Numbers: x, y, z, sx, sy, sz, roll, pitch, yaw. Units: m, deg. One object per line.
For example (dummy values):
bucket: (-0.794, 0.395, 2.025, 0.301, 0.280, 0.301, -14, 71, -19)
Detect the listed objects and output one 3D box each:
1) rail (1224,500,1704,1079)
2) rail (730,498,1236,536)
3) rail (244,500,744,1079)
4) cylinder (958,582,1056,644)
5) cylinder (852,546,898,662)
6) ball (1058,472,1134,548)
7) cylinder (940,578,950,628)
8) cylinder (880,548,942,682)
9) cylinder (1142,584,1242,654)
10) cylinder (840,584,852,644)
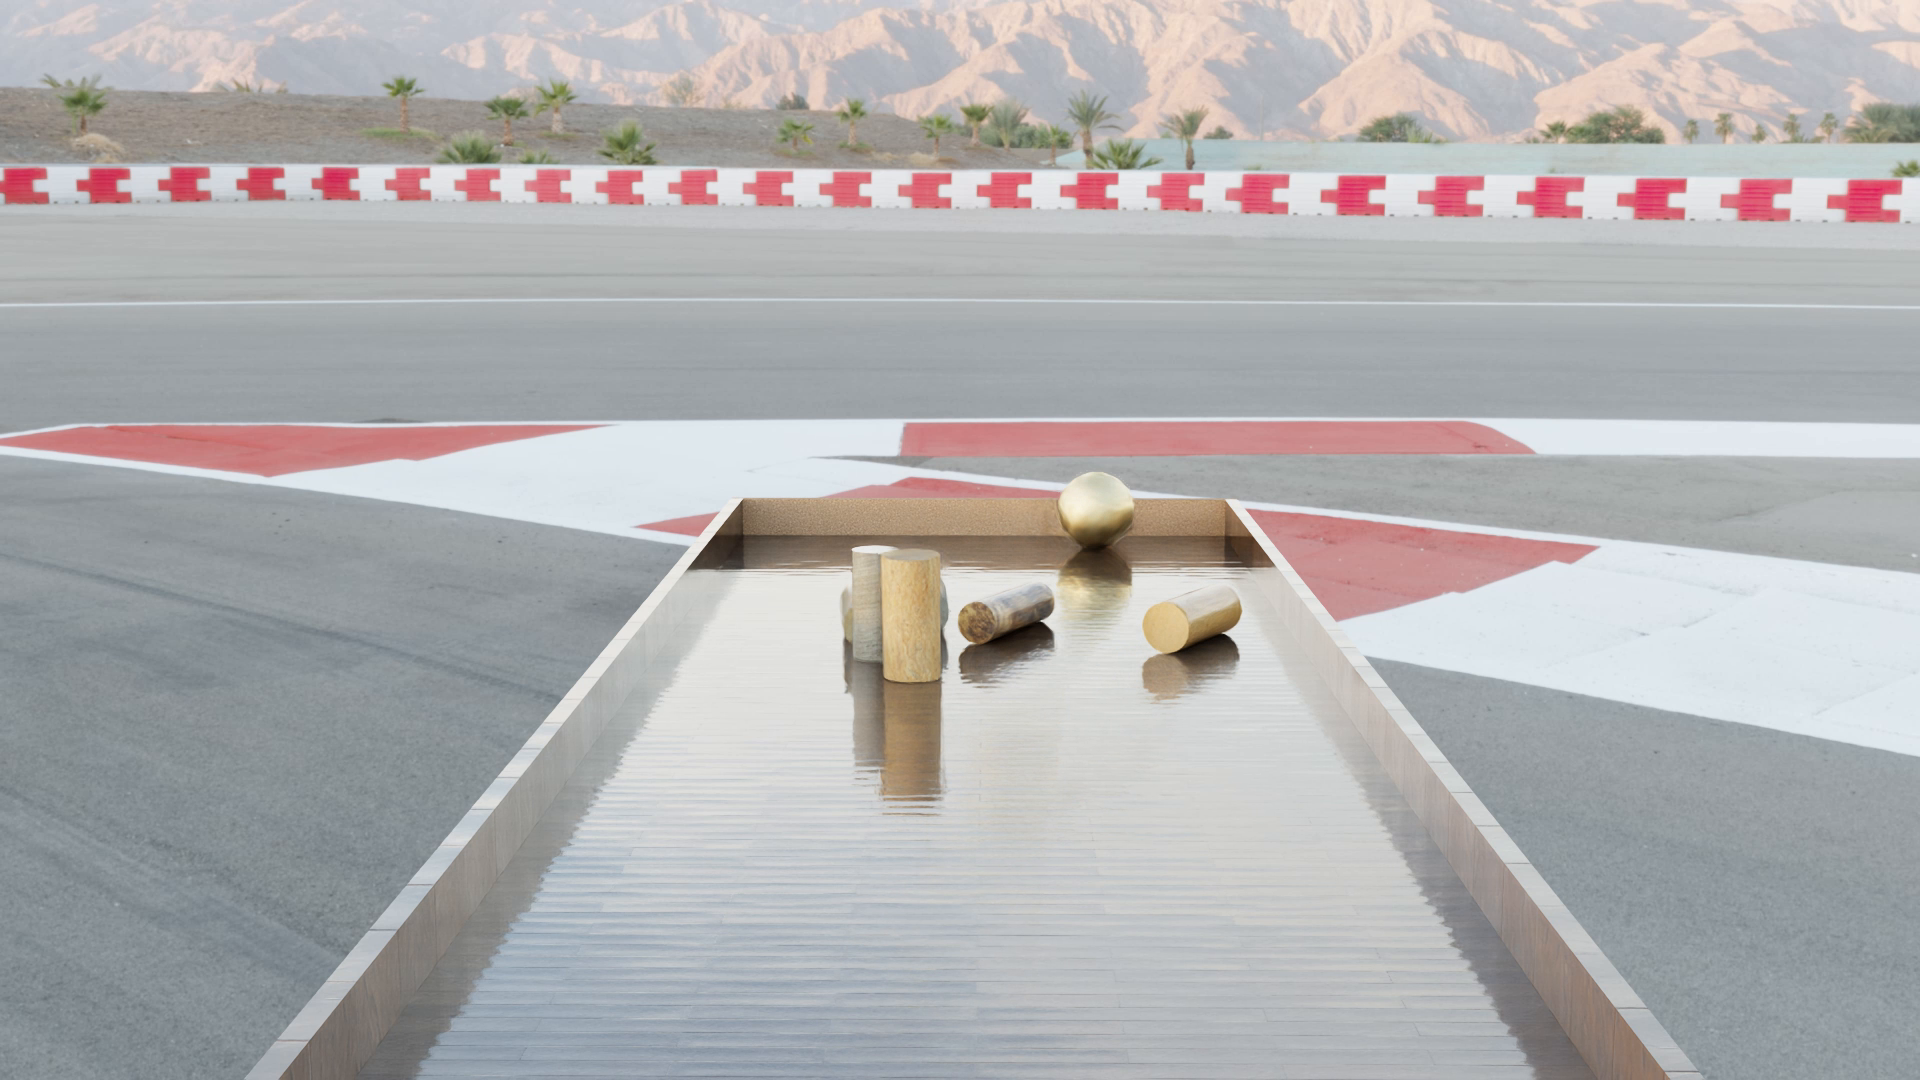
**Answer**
rail: (1.046, 0.843, 3.208, 0.050, 0.150, 12.000, 0, 9, 1)
rail: (0.099, -0.098, 9.147, 2.100, 0.150, 0.050, 0, 9, 1)
rail: (-1.004, 0.839, 3.234, 0.050, 0.150, 12.000, 0, 9, 1)
cylinder: (0.154, 0.233, 7.117, 0.133, 0.133, 0.438, 5, 10, 27)
cylinder: (-0.258, 0.194, 6.711, 0.141, 0.336, 0.141, 0, 9, 0)
ball: (0.544, -0.119, 8.788, 0.305, 0.305, 0.305, 0, 9, 0)
cylinder: (-0.114, 0.206, 7.232, 0.150, 0.150, 0.343, 0, 9, -2)
cylinder: (-0.142, 0.220, 6.436, 0.173, 0.363, 0.173, -1, 11, 0)
cylinder: (0.737, 0.245, 6.951, 0.158, 0.158, 0.394, 5, 10, 31)
cylinder: (-0.299, 0.237, 7.010, 0.159, 0.159, 0.378, -1, 9, -5)
